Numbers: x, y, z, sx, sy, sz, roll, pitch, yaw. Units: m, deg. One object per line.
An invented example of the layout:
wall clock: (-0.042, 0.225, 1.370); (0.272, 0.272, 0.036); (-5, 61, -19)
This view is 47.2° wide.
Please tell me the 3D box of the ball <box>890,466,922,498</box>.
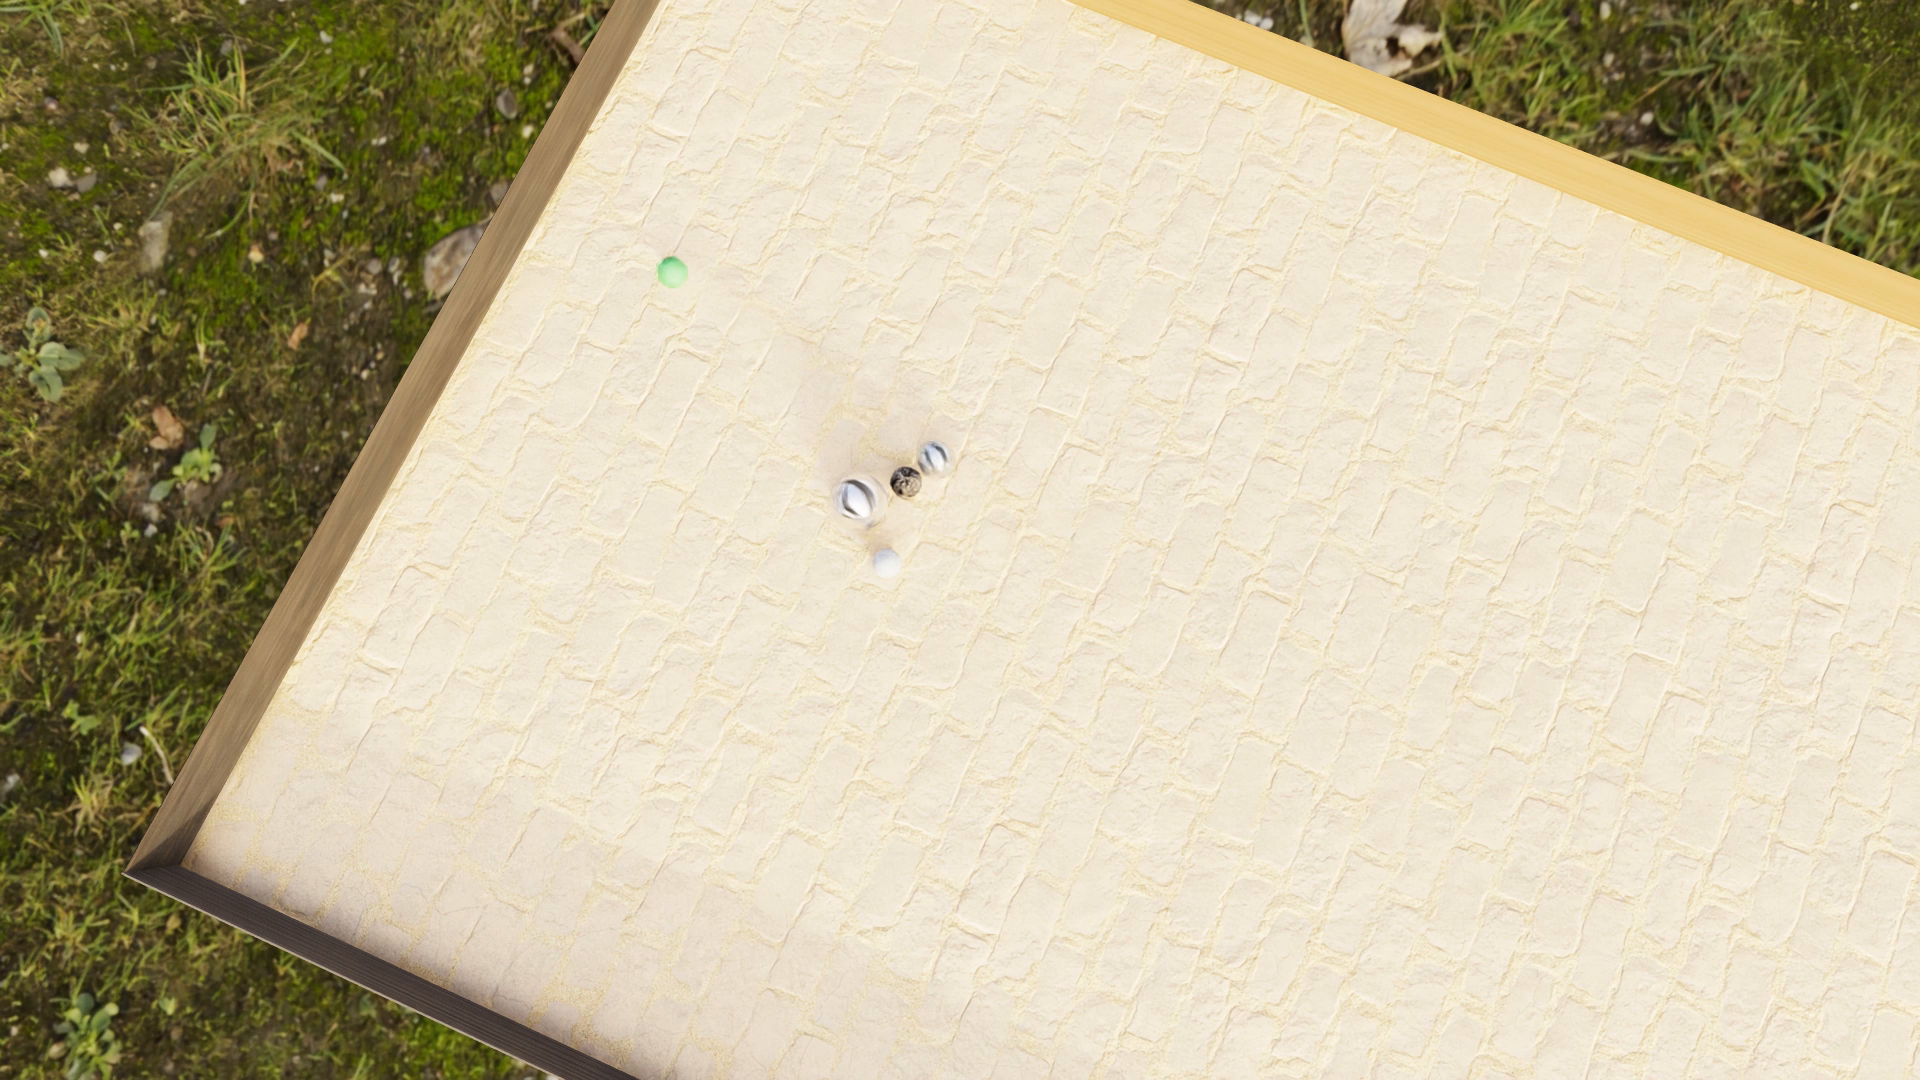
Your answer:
ball: (-0.084, -0.090, 3.443); (0.050, 0.050, 0.050); (0, 72, 0)

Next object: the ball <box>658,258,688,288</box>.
ball: (-0.465, -0.432, 3.555); (0.050, 0.050, 0.050); (0, 72, 0)

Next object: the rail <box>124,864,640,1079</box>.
rail: (0.422, 1.160, 2.997); (3.538, 0.118, 0.045); (23, 73, 7)

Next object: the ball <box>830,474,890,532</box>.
ball: (-0.156, -0.058, 3.411); (0.091, 0.091, 0.091); (0, 72, 0)

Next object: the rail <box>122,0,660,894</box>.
rail: (-0.787, -0.341, 3.488); (0.045, 0.118, 1.954); (23, 73, 7)

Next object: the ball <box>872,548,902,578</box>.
ball: (-0.113, 0.036, 3.404); (0.047, 0.047, 0.047); (0, 72, 0)

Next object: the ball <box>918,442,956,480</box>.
ball: (-0.036, -0.125, 3.449); (0.061, 0.061, 0.061); (0, 72, 0)

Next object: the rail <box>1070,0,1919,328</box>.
rail: (1.195, -0.497, 3.539); (3.538, 0.118, 0.045); (23, 73, 7)
